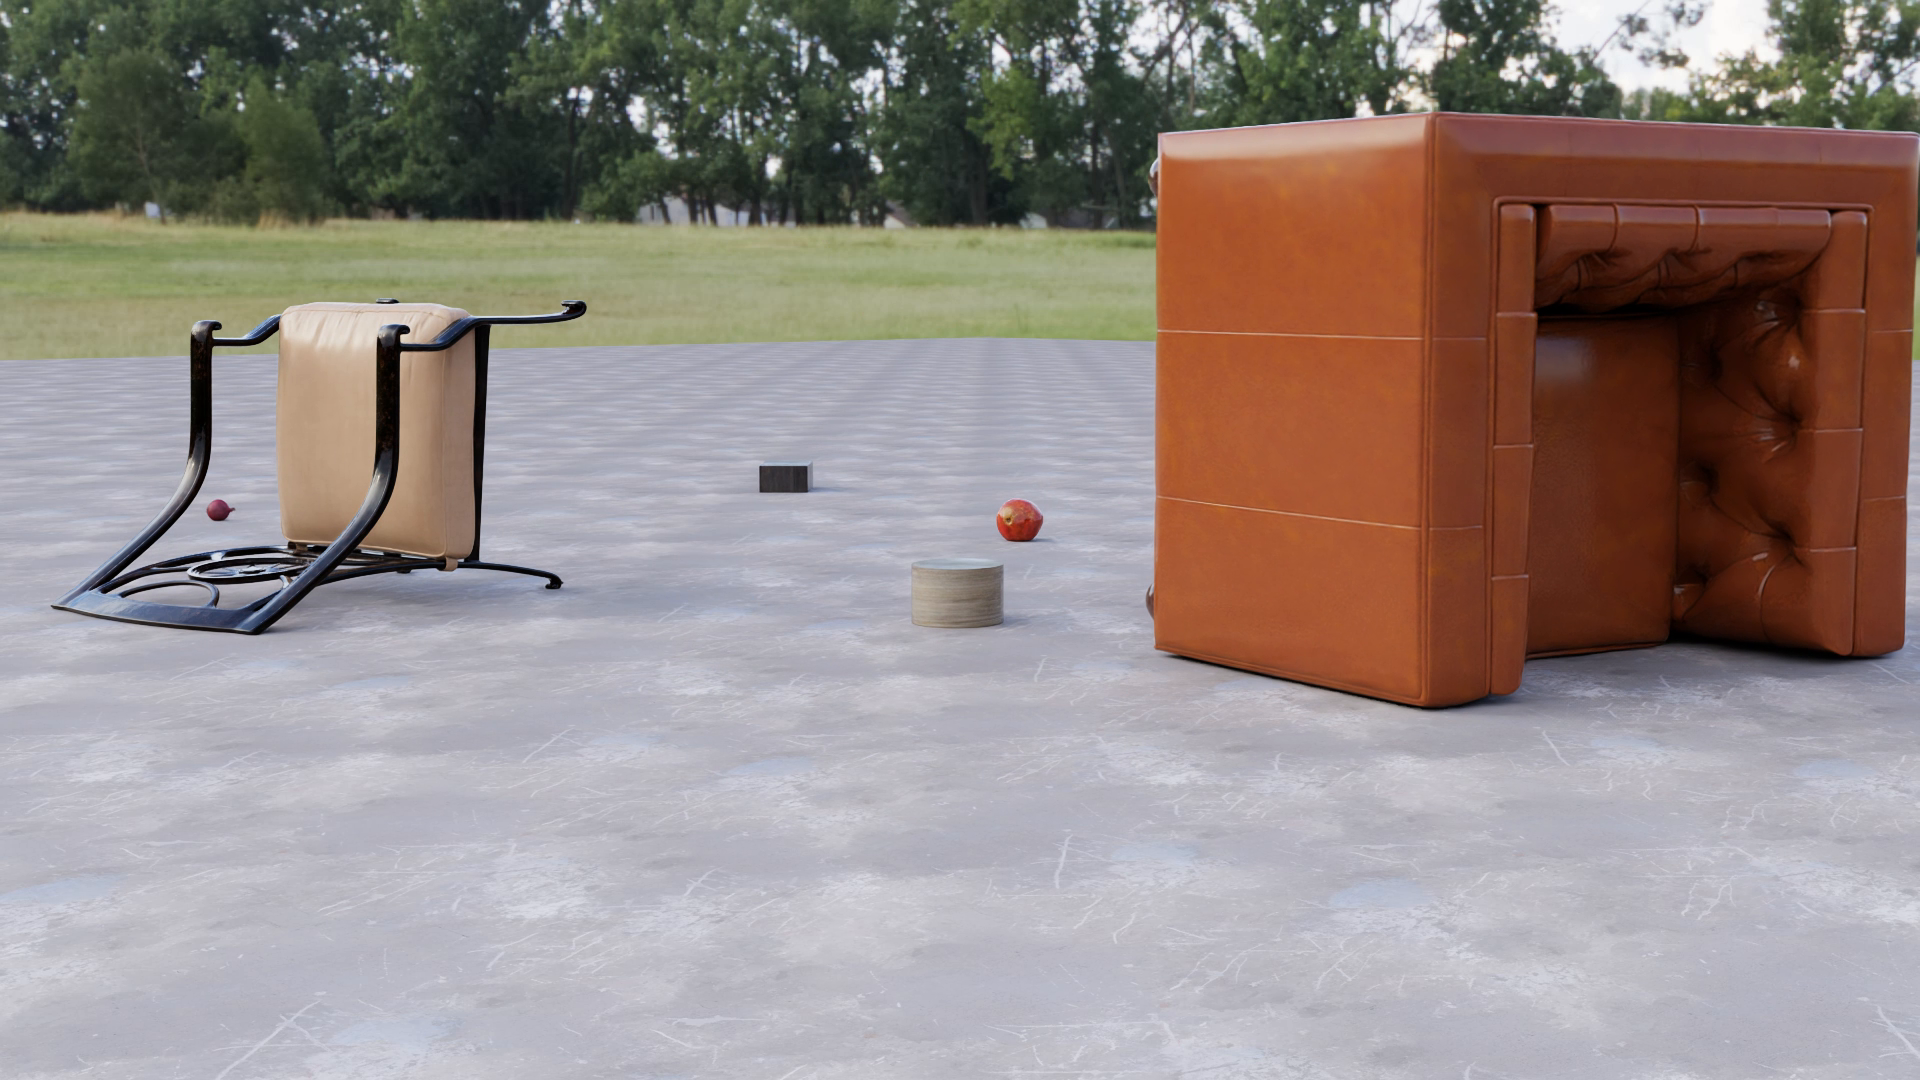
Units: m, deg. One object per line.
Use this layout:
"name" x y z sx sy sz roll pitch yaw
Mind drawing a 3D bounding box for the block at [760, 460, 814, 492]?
"block" -0.535 -0.196 7.910 0.147 0.082 0.209 0 6 1

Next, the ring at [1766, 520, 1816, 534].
"ring" 2.138 -0.034 6.603 0.130 0.029 0.102 -2 7 -10

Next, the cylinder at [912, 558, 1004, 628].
"cylinder" -0.005 0.101 4.891 0.174 0.112 0.188 2 6 20
